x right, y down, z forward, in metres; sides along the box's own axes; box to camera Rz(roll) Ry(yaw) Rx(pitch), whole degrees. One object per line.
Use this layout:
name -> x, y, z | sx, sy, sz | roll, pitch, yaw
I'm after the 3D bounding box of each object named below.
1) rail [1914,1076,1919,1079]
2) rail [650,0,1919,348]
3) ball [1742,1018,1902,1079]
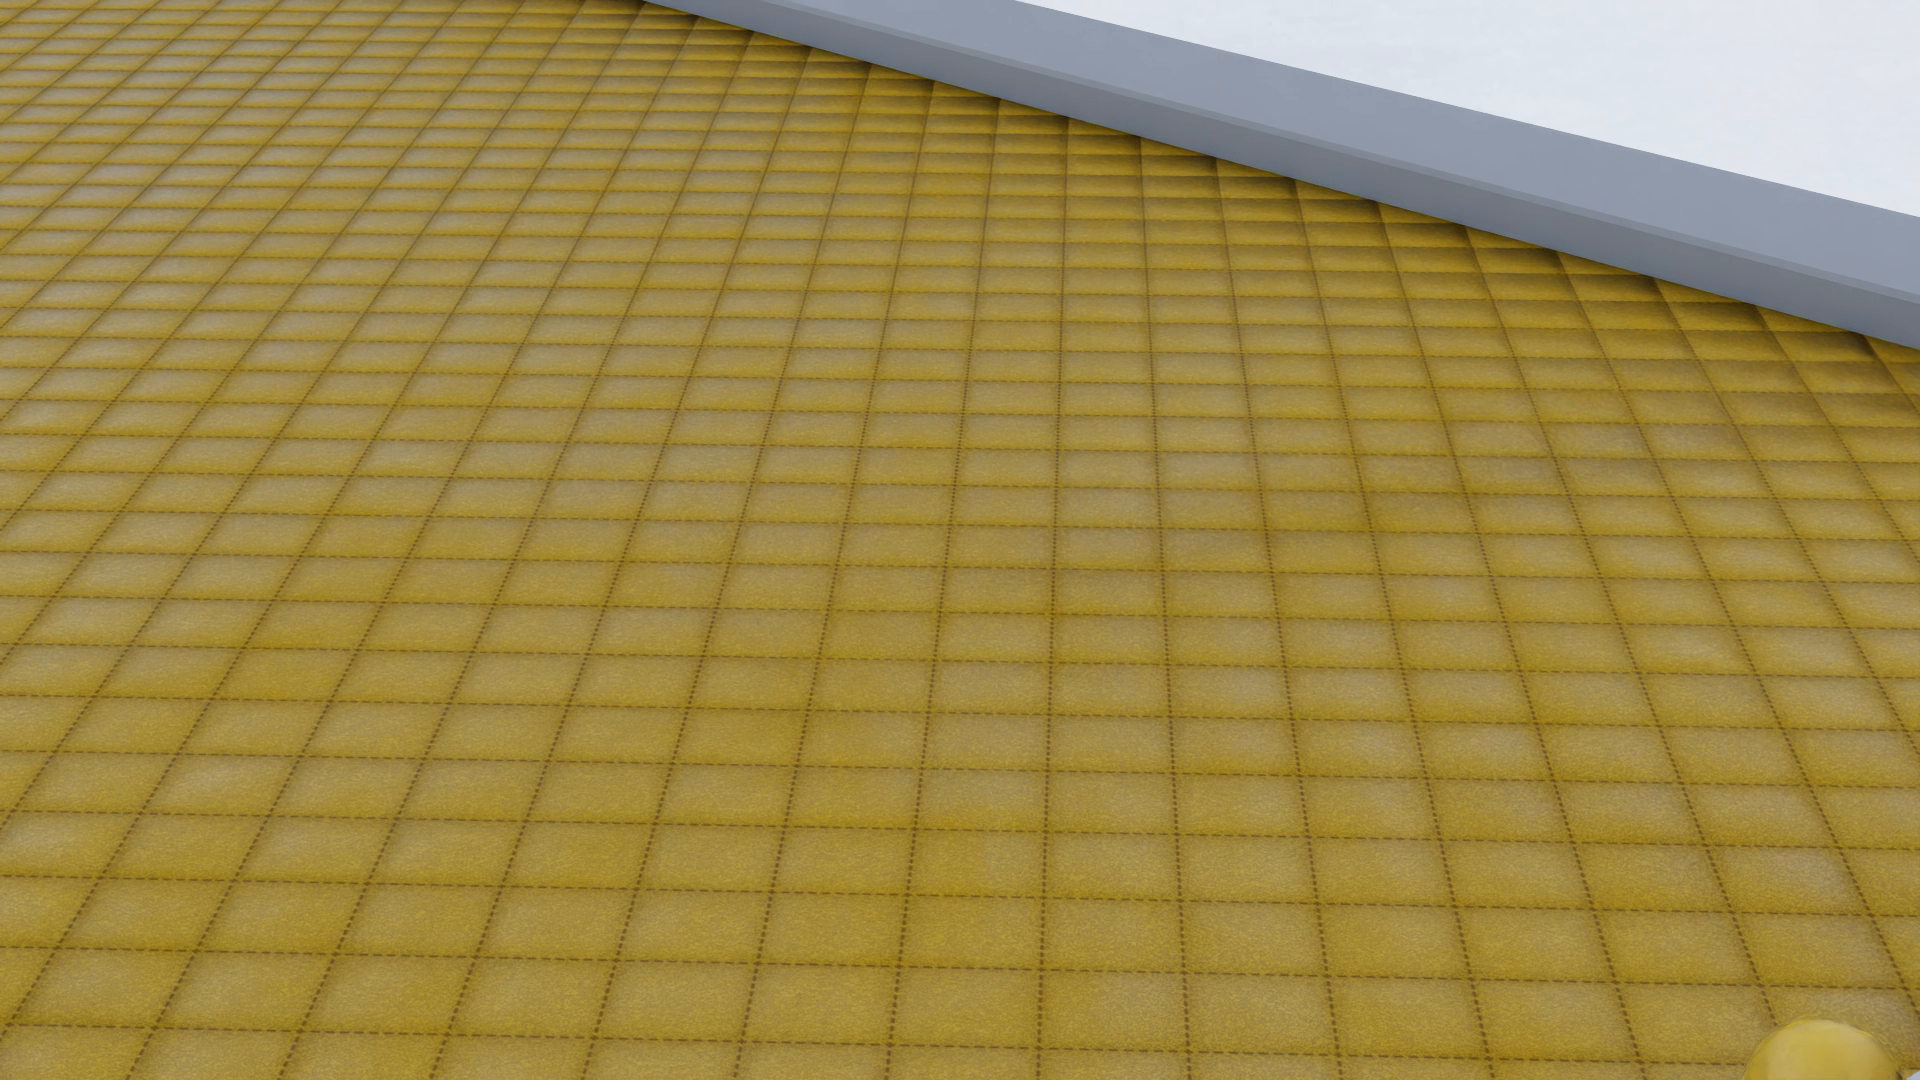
rail -> 0.655, 0.256, 1.683 | 2.157, 0.129, 0.045 | -20, 30, -38
rail -> 0.106, -0.592, 3.664 | 0.045, 0.129, 3.963 | -20, 30, -38
ball -> 0.474, 0.308, 1.618 | 0.088, 0.088, 0.088 | 0, 23, 0
